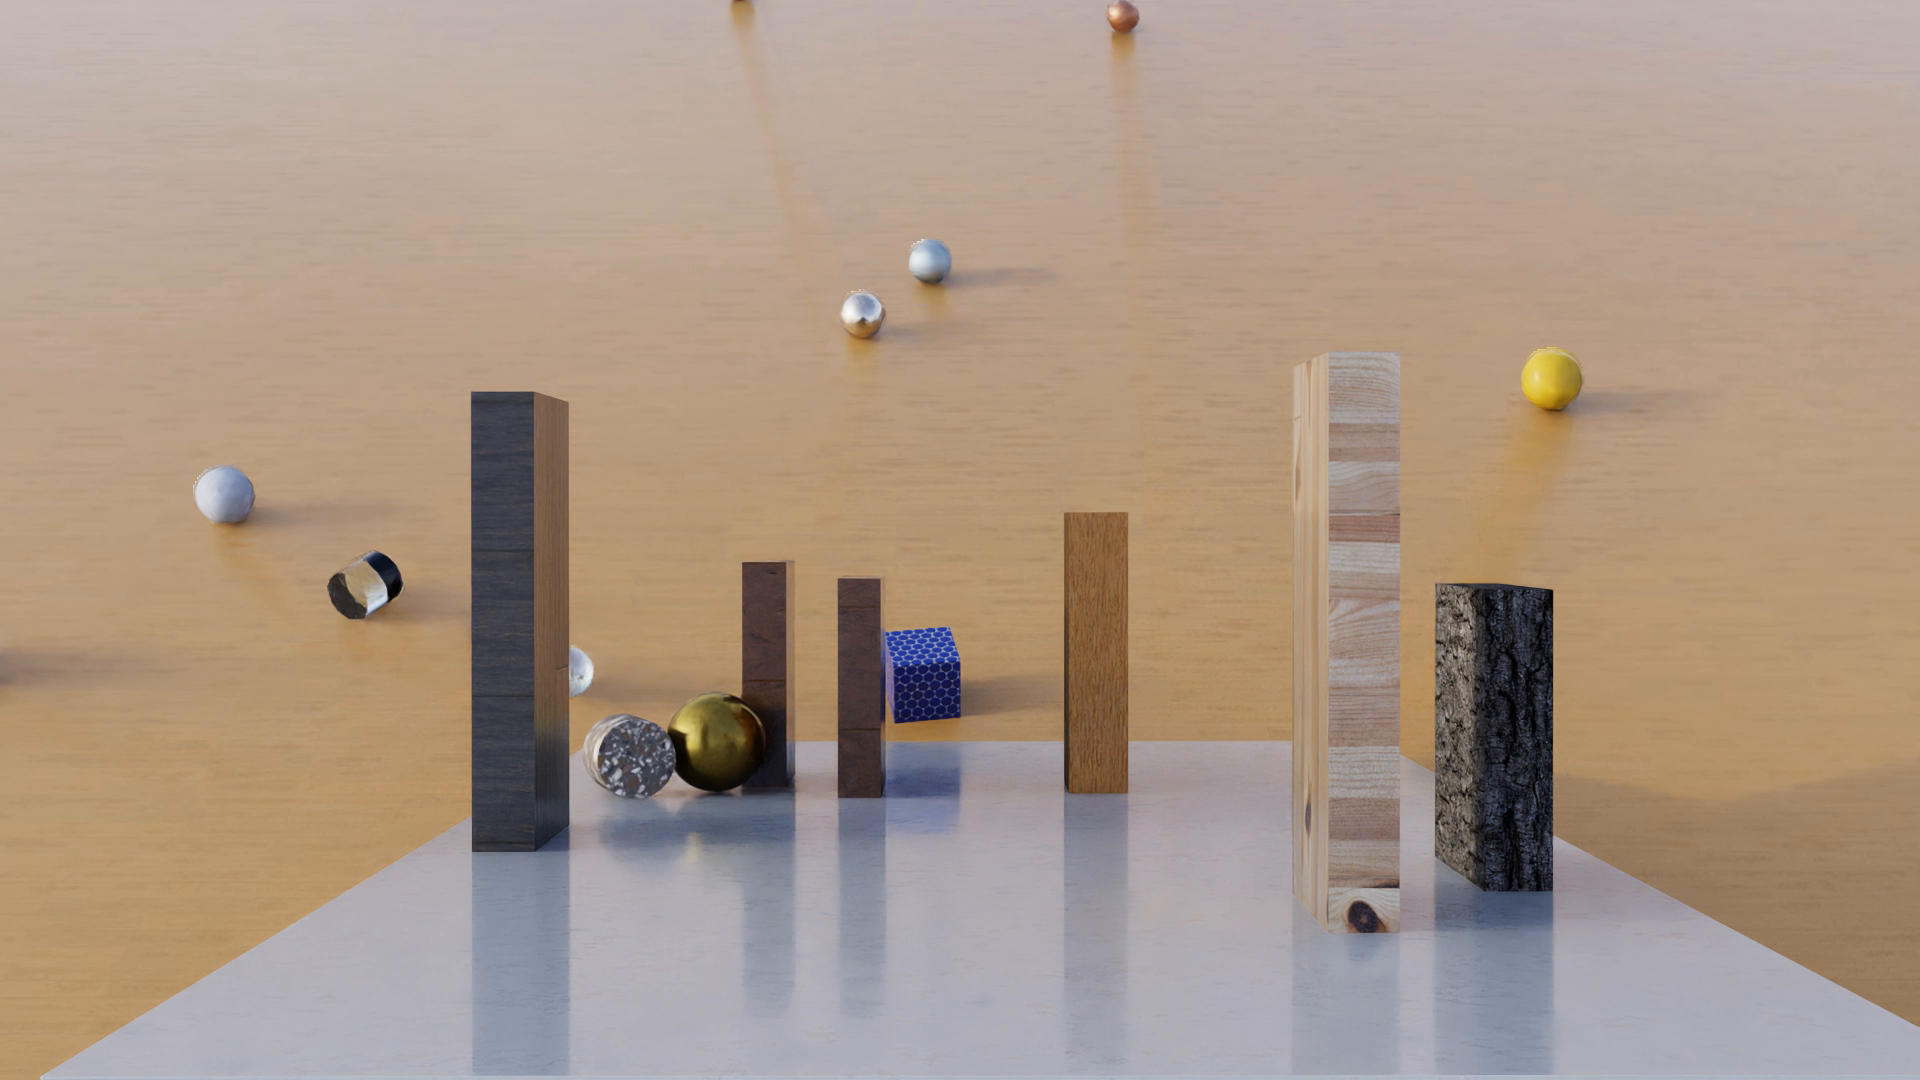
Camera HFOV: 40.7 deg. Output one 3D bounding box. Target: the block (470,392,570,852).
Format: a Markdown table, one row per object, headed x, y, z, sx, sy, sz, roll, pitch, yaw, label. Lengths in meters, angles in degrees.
| x | y | z | sx | sy | sz | roll | pitch | yaw | label |
| --- | --- | --- | --- | --- | --- | --- | --- | --- | --- |
| -0.779 | 0.138 | 4.601 | 0.107 | 0.785 | 0.396 | 0 | 0 | 0 | block |

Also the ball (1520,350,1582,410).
| x | y | z | sx | sy | sz | roll | pitch | yaw | label |
| --- | --- | --- | --- | --- | --- | --- | --- | --- | --- |
| 1.944 | -0.525 | 8.495 | 0.199 | 0.199 | 0.199 | 0 | 29 | 0 | ball |

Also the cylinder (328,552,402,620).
| x | y | z | sx | sy | sz | roll | pitch | yaw | label |
| --- | --- | --- | --- | --- | --- | --- | --- | --- | --- |
| -1.692 | 0.130 | 7.356 | 0.147 | 0.147 | 0.147 | 16 | 32 | 26 | cylinder |

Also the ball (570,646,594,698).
| x | y | z | sx | sy | sz | roll | pitch | yaw | label |
| --- | --- | --- | --- | --- | --- | --- | --- | --- | --- |
| -1.055 | 0.355 | 6.957 | 0.137 | 0.137 | 0.137 | 0 | 29 | 0 | ball |

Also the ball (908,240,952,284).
| x | y | z | sx | sy | sz | roll | pitch | yaw | label |
| --- | --- | --- | --- | --- | --- | --- | --- | --- | --- |
| -0.109 | -1.013 | 9.428 | 0.155 | 0.155 | 0.155 | 0 | 29 | 0 | ball |

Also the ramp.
| x | y | z | sx | sy | sz | roll | pitch | yaw | label |
| --- | --- | --- | --- | --- | --- | --- | --- | --- | --- |
| 0.065 | 0.580 | 4.626 | 2.000 | 0.100 | 4.000 | 0 | 0 | 0 | ramp |

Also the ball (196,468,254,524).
| x | y | z | sx | sy | sz | roll | pitch | yaw | label |
| --- | --- | --- | --- | --- | --- | --- | --- | --- | --- |
| -2.221 | -0.134 | 7.810 | 0.173 | 0.173 | 0.173 | 0 | 29 | 0 | ball |

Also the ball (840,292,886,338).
| x | y | z | sx | sy | sz | roll | pitch | yaw | label |
| --- | --- | --- | --- | --- | --- | --- | --- | --- | --- |
| -0.340 | -0.783 | 9.005 | 0.159 | 0.159 | 0.159 | 0 | 29 | 0 | ball |

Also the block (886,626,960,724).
| x | y | z | sx | sy | sz | roll | pitch | yaw | label |
| --- | --- | --- | --- | --- | --- | --- | --- | --- | --- |
| -0.101 | 0.360 | 6.907 | 0.178 | 0.178 | 0.178 | -5 | 29 | -8 | block |

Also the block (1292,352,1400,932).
| x | y | z | sx | sy | sz | roll | pitch | yaw | label |
| --- | --- | --- | --- | --- | --- | --- | --- | --- | --- |
| 0.552 | 0.139 | 3.724 | 0.097 | 0.795 | 0.383 | 0 | 0 | 0 | block |

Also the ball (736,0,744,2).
| x | y | z | sx | sy | sz | roll | pitch | yaw | label |
| --- | --- | --- | --- | --- | --- | --- | --- | --- | --- |
| -1.057 | -2.664 | 12.448 | 0.138 | 0.138 | 0.138 | 0 | 29 | 0 | ball |

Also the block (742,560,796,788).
| x | y | z | sx | sy | sz | roll | pitch | yaw | label |
| --- | --- | --- | --- | --- | --- | --- | --- | --- | --- |
| -0.415 | 0.284 | 5.624 | 0.094 | 0.477 | 0.293 | 0 | 0 | 0 | block |

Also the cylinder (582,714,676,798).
| x | y | z | sx | sy | sz | roll | pitch | yaw | label |
| --- | --- | --- | --- | --- | --- | --- | --- | --- | --- |
| -0.684 | 0.445 | 5.332 | 0.162 | 0.162 | 0.162 | -11 | 4 | -19 | cylinder |

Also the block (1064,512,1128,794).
| x | y | z | sx | sy | sz | roll | pitch | yaw | label |
| --- | --- | --- | --- | --- | --- | --- | --- | --- | --- |
| 0.287 | 0.233 | 5.470 | 0.122 | 0.582 | 0.251 | 0 | 0 | 0 | block |

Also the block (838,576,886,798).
| x | y | z | sx | sy | sz | roll | pitch | yaw | label |
| --- | --- | --- | --- | --- | --- | --- | --- | --- | --- |
| -0.205 | 0.301 | 5.431 | 0.088 | 0.447 | 0.344 | 0 | 0 | 0 | block |

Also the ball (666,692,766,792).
| x | y | z | sx | sy | sz | roll | pitch | yaw | label |
| --- | --- | --- | --- | --- | --- | --- | --- | --- | --- |
| -0.508 | 0.421 | 5.385 | 0.208 | 0.208 | 0.208 | 0 | 29 | 0 | ball |

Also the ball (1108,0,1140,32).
| x | y | z | sx | sy | sz | roll | pitch | yaw | label |
| --- | --- | --- | --- | --- | --- | --- | --- | --- | --- |
| 0.760 | -2.438 | 12.028 | 0.148 | 0.148 | 0.148 | 0 | 29 | 0 | ball |

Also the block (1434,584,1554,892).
| x | y | z | sx | sy | sz | roll | pitch | yaw | label |
| --- | --- | --- | --- | --- | --- | --- | --- | --- | --- |
| 0.850 | 0.303 | 4.135 | 0.104 | 0.459 | 0.409 | 0 | 0 | 0 | block |
